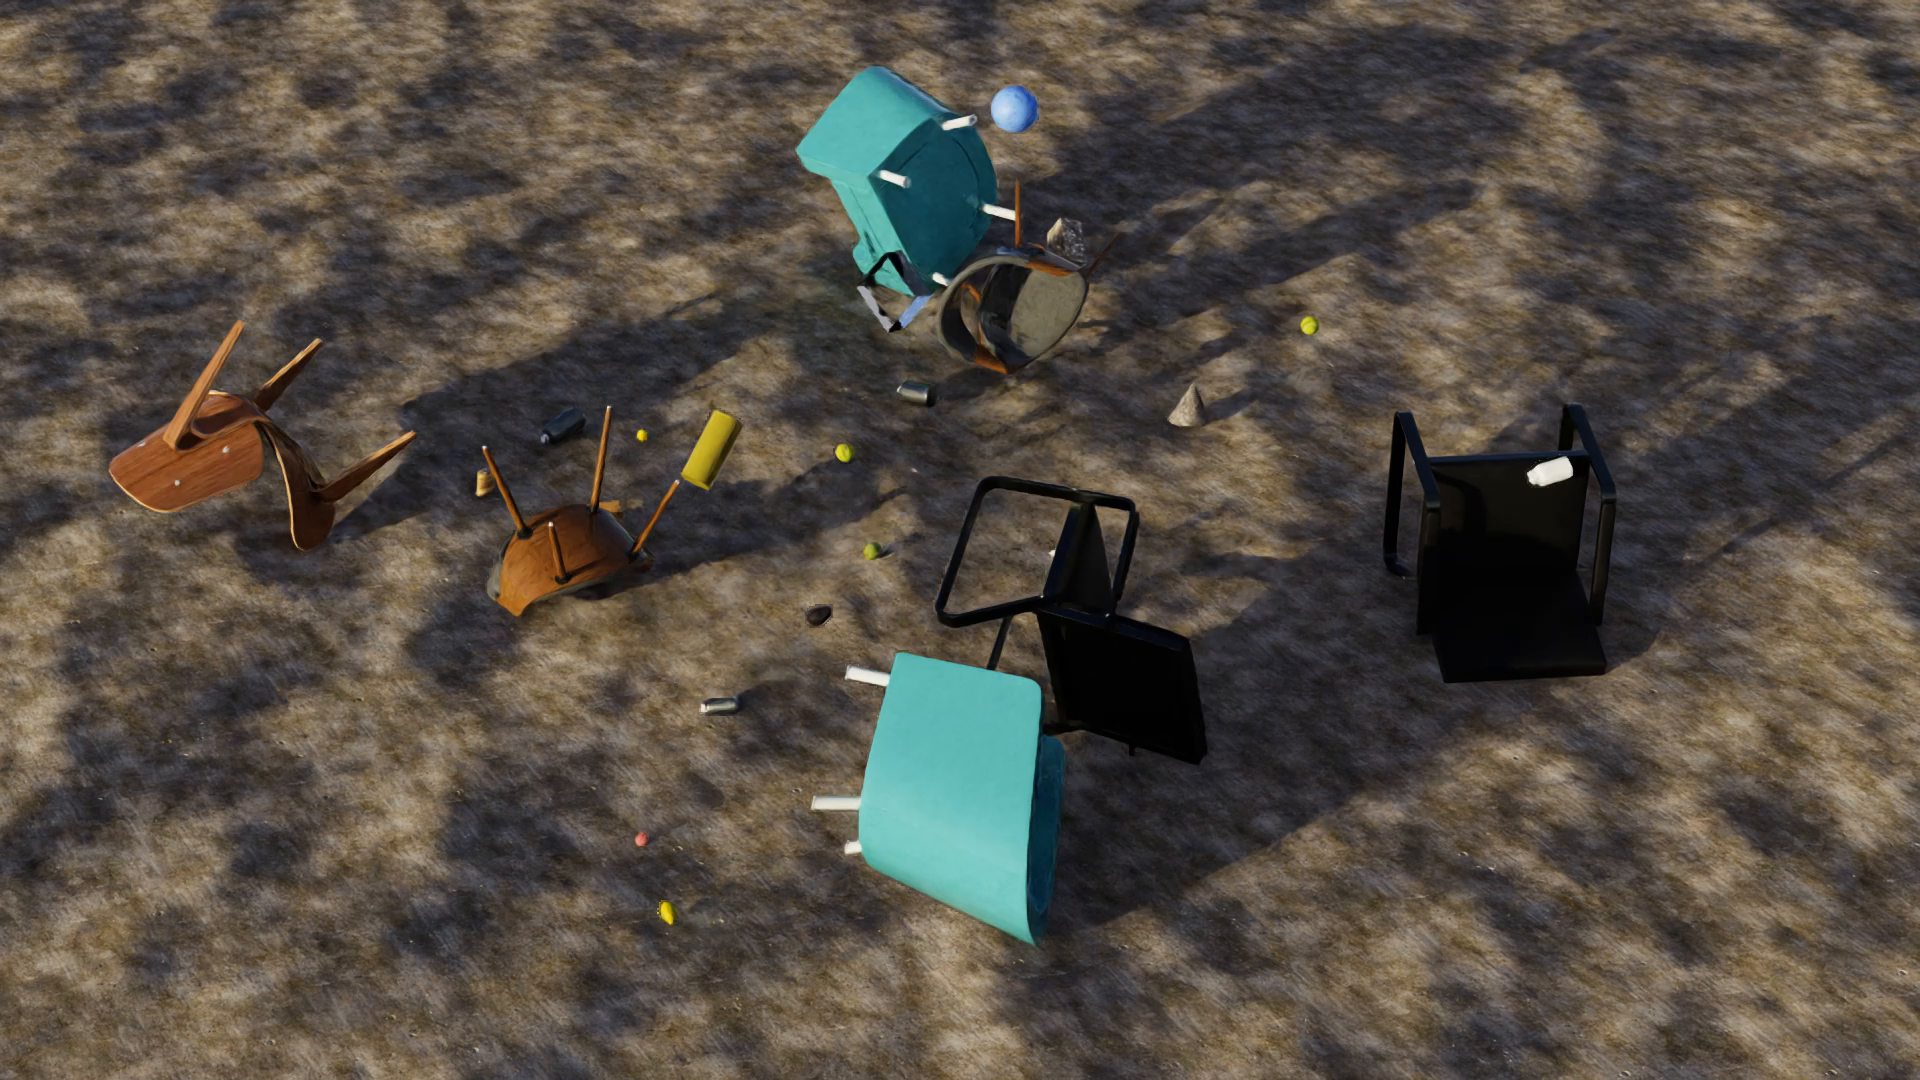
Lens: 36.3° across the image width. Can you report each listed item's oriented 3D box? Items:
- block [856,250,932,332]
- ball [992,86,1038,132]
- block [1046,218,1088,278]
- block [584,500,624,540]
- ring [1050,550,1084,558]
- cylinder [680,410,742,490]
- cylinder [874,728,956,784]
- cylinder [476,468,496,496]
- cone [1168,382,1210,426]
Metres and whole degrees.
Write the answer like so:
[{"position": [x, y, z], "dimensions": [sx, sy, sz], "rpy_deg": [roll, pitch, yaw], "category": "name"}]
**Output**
[{"position": [-0.268, -1.016, 11.977], "dimensions": [0.105, 0.224, 0.236], "rpy_deg": [-18, 68, -48], "category": "block"}, {"position": [0.224, -1.772, 12.060], "dimensions": [0.192, 0.192, 0.192], "rpy_deg": [0, 33, 0], "category": "ball"}, {"position": [0.461, -1.257, 12.621], "dimensions": [0.099, 0.127, 0.209], "rpy_deg": [7, 59, -28], "category": "block"}, {"position": [-1.331, -0.076, 10.954], "dimensions": [0.129, 0.109, 0.071], "rpy_deg": [-9, 41, -14], "category": "block"}, {"position": [0.394, 0.051, 10.820], "dimensions": [0.127, 0.062, 0.023], "rpy_deg": [3, 76, 12], "category": "ring"}, {"position": [-0.877, -0.317, 10.366], "dimensions": [0.116, 0.256, 0.113], "rpy_deg": [29, -12, -14], "category": "cylinder"}, {"position": [-0.149, 0.719, 9.751], "dimensions": [0.194, 0.107, 0.193], "rpy_deg": [-14, 34, -42], "category": "cylinder"}, {"position": [-1.809, -0.221, 11.180], "dimensions": [0.044, 0.095, 0.081], "rpy_deg": [25, 29, 34], "category": "cylinder"}, {"position": [0.915, -0.550, 11.593], "dimensions": [0.186, 0.165, 0.143], "rpy_deg": [-11, 26, -40], "category": "cone"}]
